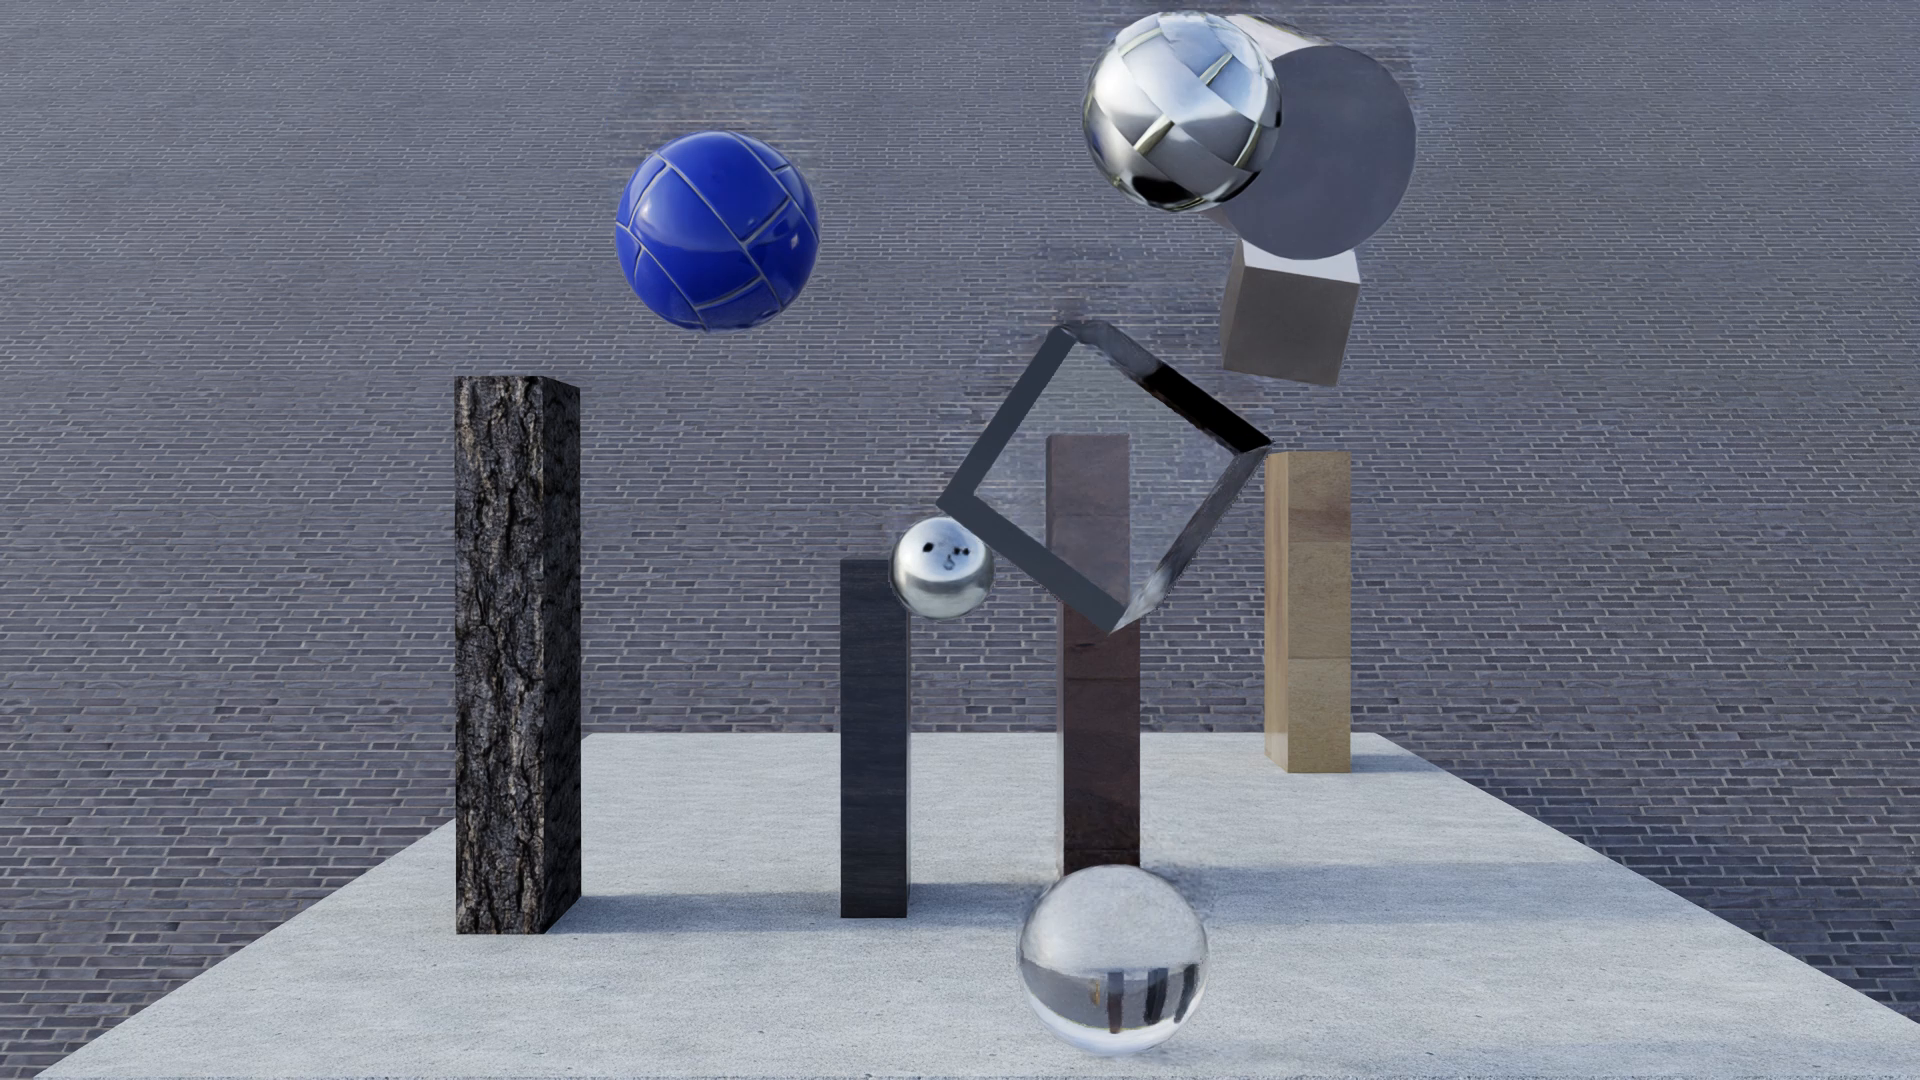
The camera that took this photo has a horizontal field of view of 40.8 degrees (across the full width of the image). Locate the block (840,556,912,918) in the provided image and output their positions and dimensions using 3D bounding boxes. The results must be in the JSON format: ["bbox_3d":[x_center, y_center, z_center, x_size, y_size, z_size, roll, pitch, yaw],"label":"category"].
[{"bbox_3d":[-0.121,0.276,3.781,0.092,0.502,0.336,0,1,0],"label":"block"}]

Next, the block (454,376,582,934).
[{"bbox_3d":[-0.620,0.153,3.648,0.118,0.752,0.346,0,1,0],"label":"block"}]

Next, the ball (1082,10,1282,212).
[{"bbox_3d":[0.187,-0.362,2.185,0.169,0.169,0.169,0,28,0],"label":"ball"}]

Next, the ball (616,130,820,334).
[{"bbox_3d":[-0.247,-0.314,2.639,0.208,0.208,0.208,0,28,0],"label":"ball"}]

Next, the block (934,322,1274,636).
[{"bbox_3d":[0.132,-0.060,2.313,0.191,0.191,0.191,37,14,10],"label":"block"}]

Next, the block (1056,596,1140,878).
[{"bbox_3d":[0.212,0.180,3.989,0.114,0.690,0.264,0,1,0],"label":"block"}]

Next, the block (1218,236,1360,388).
[{"bbox_3d":[0.343,-0.248,2.707,0.119,0.119,0.119,9,30,-1],"label":"block"}]

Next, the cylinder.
[{"bbox_3d":[0.305,-0.391,2.493,0.202,0.202,0.202,-7,21,-13],"label":"cylinder"}]

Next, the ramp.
[{"bbox_3d":[0.063,0.567,4.608,2.000,0.100,4.000,0,1,0],"label":"ramp"}]

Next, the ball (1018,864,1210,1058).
[{"bbox_3d":[0.161,0.440,2.707,0.200,0.200,0.200,0,28,0],"label":"ball"}]

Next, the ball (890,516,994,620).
[{"bbox_3d":[-0.021,0.032,2.951,0.120,0.120,0.120,0,28,0],"label":"ball"}]

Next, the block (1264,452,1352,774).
[{"bbox_3d":[0.778,0.154,5.806,0.136,0.697,0.424,0,1,0],"label":"block"}]
